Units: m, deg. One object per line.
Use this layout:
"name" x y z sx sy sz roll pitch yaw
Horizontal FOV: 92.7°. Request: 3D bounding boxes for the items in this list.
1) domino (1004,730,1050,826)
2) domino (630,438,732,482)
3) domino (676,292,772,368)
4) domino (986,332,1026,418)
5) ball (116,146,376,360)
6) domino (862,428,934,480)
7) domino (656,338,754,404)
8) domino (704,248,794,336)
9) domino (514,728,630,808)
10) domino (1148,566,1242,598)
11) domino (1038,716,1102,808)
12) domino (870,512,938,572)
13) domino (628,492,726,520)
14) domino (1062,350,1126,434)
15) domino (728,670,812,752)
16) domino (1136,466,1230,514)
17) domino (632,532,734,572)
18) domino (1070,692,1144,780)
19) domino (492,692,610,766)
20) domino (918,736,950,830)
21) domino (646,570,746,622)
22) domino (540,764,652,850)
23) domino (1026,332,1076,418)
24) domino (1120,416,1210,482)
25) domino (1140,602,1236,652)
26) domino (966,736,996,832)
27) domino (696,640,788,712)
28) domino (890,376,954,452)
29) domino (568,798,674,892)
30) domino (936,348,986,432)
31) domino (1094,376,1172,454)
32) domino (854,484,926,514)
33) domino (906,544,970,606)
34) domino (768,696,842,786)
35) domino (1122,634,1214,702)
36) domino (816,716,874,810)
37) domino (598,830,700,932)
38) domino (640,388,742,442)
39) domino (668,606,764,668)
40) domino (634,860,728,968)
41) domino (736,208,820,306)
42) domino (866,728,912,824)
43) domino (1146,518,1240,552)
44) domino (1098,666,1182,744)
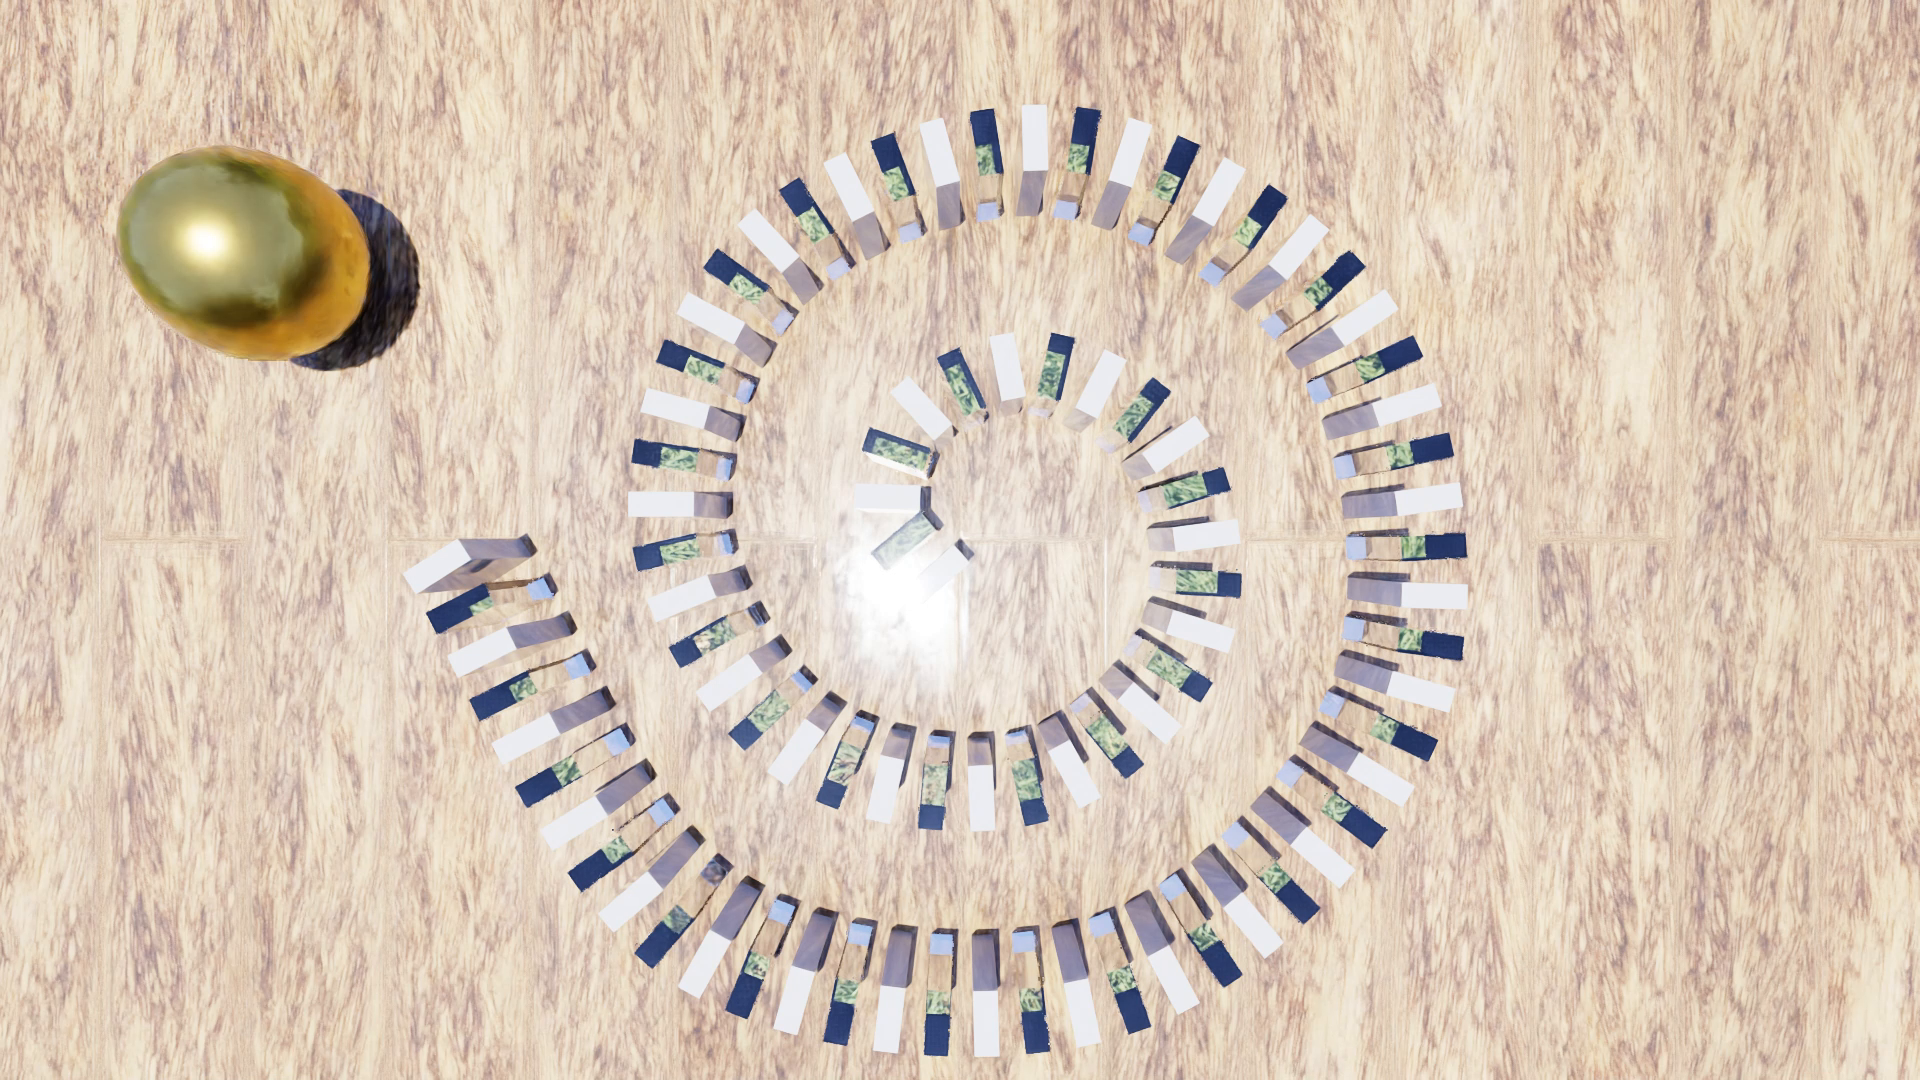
"domino" 0.027 0.096 0.375 0.009 0.050 0.025 -13 90 0
"domino" -0.113 -0.032 0.375 0.025 0.050 0.009 9 90 0
"domino" -0.095 -0.085 0.375 0.025 0.050 0.010 28 90 0
"domino" 0.018 -0.066 0.375 0.009 0.050 0.025 -11 90 0
"ball" -0.277 -0.111 0.360 0.080 0.080 0.080 0 90 0
"domino" -0.024 -0.035 0.375 0.025 0.050 0.009 19 90 0
"domino" -0.103 -0.068 0.375 0.025 0.050 0.009 21 90 0
"domino" -0.085 -0.100 0.375 0.025 0.050 0.009 36 90 0
"domino" -0.157 0.092 0.375 0.025 0.050 0.010 -30 90 0
"domino" 0.095 0.017 0.375 0.025 0.050 0.009 3 90 0
"domino" 0.044 0.090 0.375 0.009 0.050 0.025 -29 90 0
"domino" -0.022 0.000 0.375 0.025 0.050 0.009 -40 90 0
"domino" -0.114 -0.014 0.375 0.025 0.050 0.009 0 90 0
"domino" 0.054 -0.060 0.375 0.010 0.050 0.025 27 90 0
"domino" -0.076 0.069 0.375 0.025 0.050 0.009 -44 90 0
"domino" 0.090 -0.020 0.375 0.025 0.050 0.010 -17 90 0
"domino" -0.112 0.005 0.375 0.025 0.050 0.010 -13 90 0
"domino" 0.059 0.079 0.375 0.010 0.050 0.025 -39 90 0
"domino" -0.166 0.076 0.375 0.025 0.050 0.009 -28 90 0
"domino" -0.010 0.098 0.375 0.009 0.050 0.025 5 90 0
"domino" -0.106 0.022 0.375 0.025 0.050 0.009 -22 90 0
"domino" -0.148 0.108 0.375 0.025 0.050 0.010 -32 90 0
"domino" 0.037 -0.066 0.375 0.010 0.050 0.025 13 90 0
"domino" 0.082 -0.037 0.375 0.025 0.050 0.009 -35 90 0
"domino" 0.092 0.035 0.375 0.025 0.050 0.010 17 90 0
"domino" 0.008 0.099 0.375 0.010 0.050 0.025 -3 90 0
"domino" -0.088 0.055 0.375 0.025 0.050 0.010 -36 90 0
"domino" -0.015 -0.050 0.375 0.009 0.050 0.025 -43 90 0
"domino" -0.137 0.124 0.375 0.025 0.050 0.009 -35 90 0
"domino" 0.001 -0.060 0.375 0.010 0.050 0.025 -25 90 0
"domino" 0.070 -0.050 0.375 0.010 0.050 0.025 38 90 0
"domino" -0.028 -0.017 0.375 0.025 0.050 0.009 2 90 0
"domino" -0.009 0.014 0.375 0.025 0.050 0.009 -41 90 0
"domino" -0.063 0.081 0.375 0.010 0.050 0.025 36 90 0
"domino" 0.084 0.052 0.375 0.025 0.050 0.010 33 90 0
"domino" -0.046 0.090 0.375 0.009 0.050 0.025 22 90 0
"domino" -0.126 0.138 0.375 0.025 0.050 0.010 -41 90 0
"domino" -0.109 -0.050 0.375 0.025 0.050 0.010 15 90 0
"domino" -0.098 0.039 0.375 0.025 0.050 0.009 -29 90 0
"domino" -0.113 0.152 0.375 0.010 0.050 0.025 41 90 0
"domino" -0.073 -0.114 0.375 0.009 0.050 0.025 -43 90 0
"domino" -0.029 0.095 0.375 0.010 0.050 0.025 13 90 0
"domino" 0.094 -0.002 0.375 0.025 0.050 0.010 -8 90 0
"domino" 0.072 0.066 0.375 0.025 0.050 0.009 42 90 0
